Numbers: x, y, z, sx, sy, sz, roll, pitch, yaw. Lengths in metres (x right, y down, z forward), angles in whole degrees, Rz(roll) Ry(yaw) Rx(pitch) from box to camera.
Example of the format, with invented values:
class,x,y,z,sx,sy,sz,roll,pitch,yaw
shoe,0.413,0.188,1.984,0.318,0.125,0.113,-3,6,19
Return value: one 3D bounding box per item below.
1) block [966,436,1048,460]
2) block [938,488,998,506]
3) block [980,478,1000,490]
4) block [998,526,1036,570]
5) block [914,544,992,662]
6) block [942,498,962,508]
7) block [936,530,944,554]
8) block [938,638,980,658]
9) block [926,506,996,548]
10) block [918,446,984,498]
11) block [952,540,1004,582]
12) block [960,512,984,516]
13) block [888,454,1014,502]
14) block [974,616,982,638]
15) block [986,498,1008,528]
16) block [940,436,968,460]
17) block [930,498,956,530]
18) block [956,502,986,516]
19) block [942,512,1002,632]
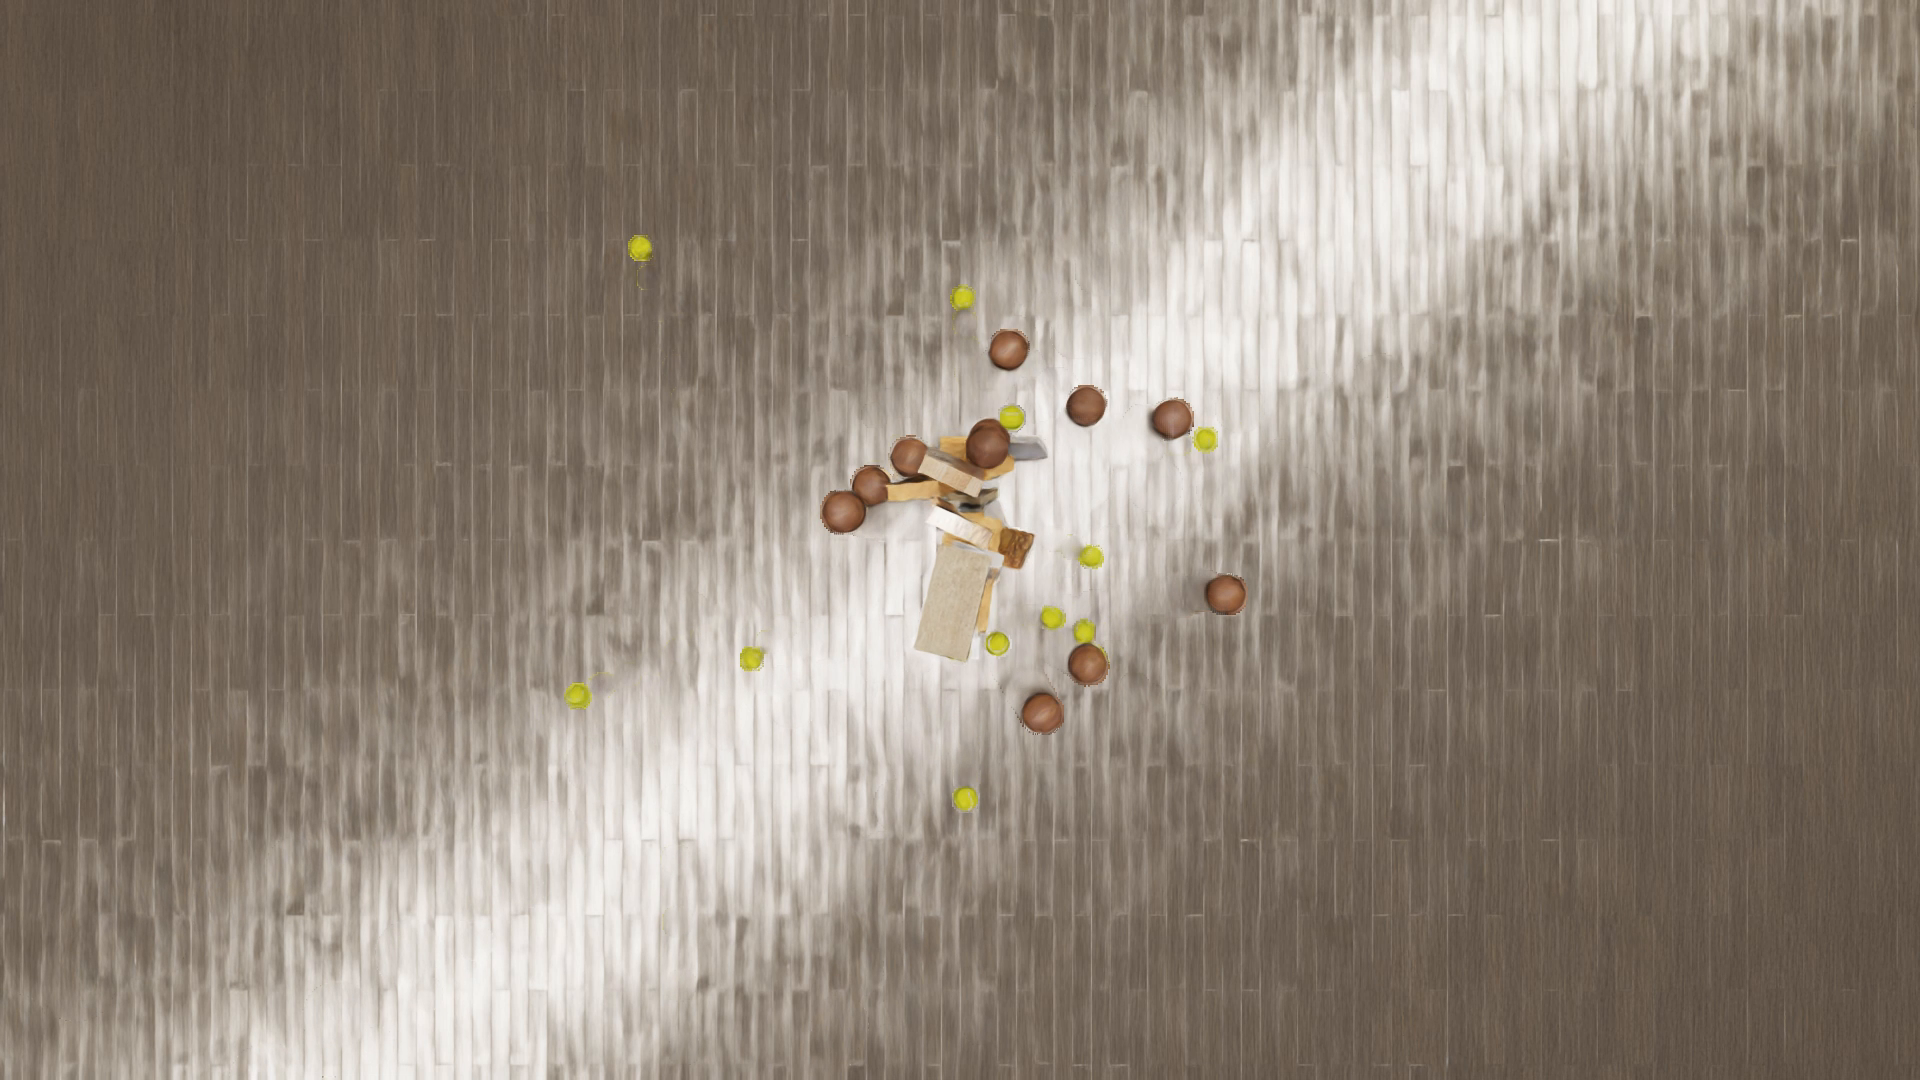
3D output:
class,x,y,z,sx,sy,sz,roll,pitch,yaw
block,0.126,-0.298,5.387,0.322,0.088,0.025,0,59,27
block,-0.018,-0.154,5.209,0.087,0.300,0.025,-27,117,-41
block,0.058,-0.178,5.126,0.087,0.174,0.025,-10,99,-12
block,0.158,0.024,5.232,0.120,0.239,0.034,13,113,8
block,-0.018,0.166,4.334,0.141,0.040,0.283,13,82,7
block,-0.030,-0.145,5.262,0.088,0.176,0.025,-5,112,12
block,0.011,0.022,4.892,0.161,0.337,0.046,0,80,0
block,-0.003,0.234,5.028,0.126,0.036,0.252,1,90,0
block,0.006,-0.037,4.500,0.171,0.342,0.048,25,92,1
block,-0.021,-0.191,4.562,0.171,0.342,0.048,24,97,-2
block,0.044,0.058,4.517,0.141,0.283,0.040,17,82,2
block,0.013,0.019,5.076,0.120,0.034,0.239,1,129,-2
block,-0.020,-0.191,5.024,0.171,0.526,0.048,-5,99,27
block,-0.019,0.243,4.487,0.141,0.283,0.040,-12,93,3
block,0.118,-0.057,5.367,0.072,0.020,0.143,-33,110,-38
block,-0.024,-0.276,5.419,0.088,0.176,0.025,3,56,-1
block,-0.041,-0.069,4.883,0.025,0.174,0.087,-14,78,15
block,0.020,-0.092,5.191,0.120,0.294,0.034,-9,104,5
block,0.018,0.090,4.679,0.161,0.046,0.322,8,80,1
